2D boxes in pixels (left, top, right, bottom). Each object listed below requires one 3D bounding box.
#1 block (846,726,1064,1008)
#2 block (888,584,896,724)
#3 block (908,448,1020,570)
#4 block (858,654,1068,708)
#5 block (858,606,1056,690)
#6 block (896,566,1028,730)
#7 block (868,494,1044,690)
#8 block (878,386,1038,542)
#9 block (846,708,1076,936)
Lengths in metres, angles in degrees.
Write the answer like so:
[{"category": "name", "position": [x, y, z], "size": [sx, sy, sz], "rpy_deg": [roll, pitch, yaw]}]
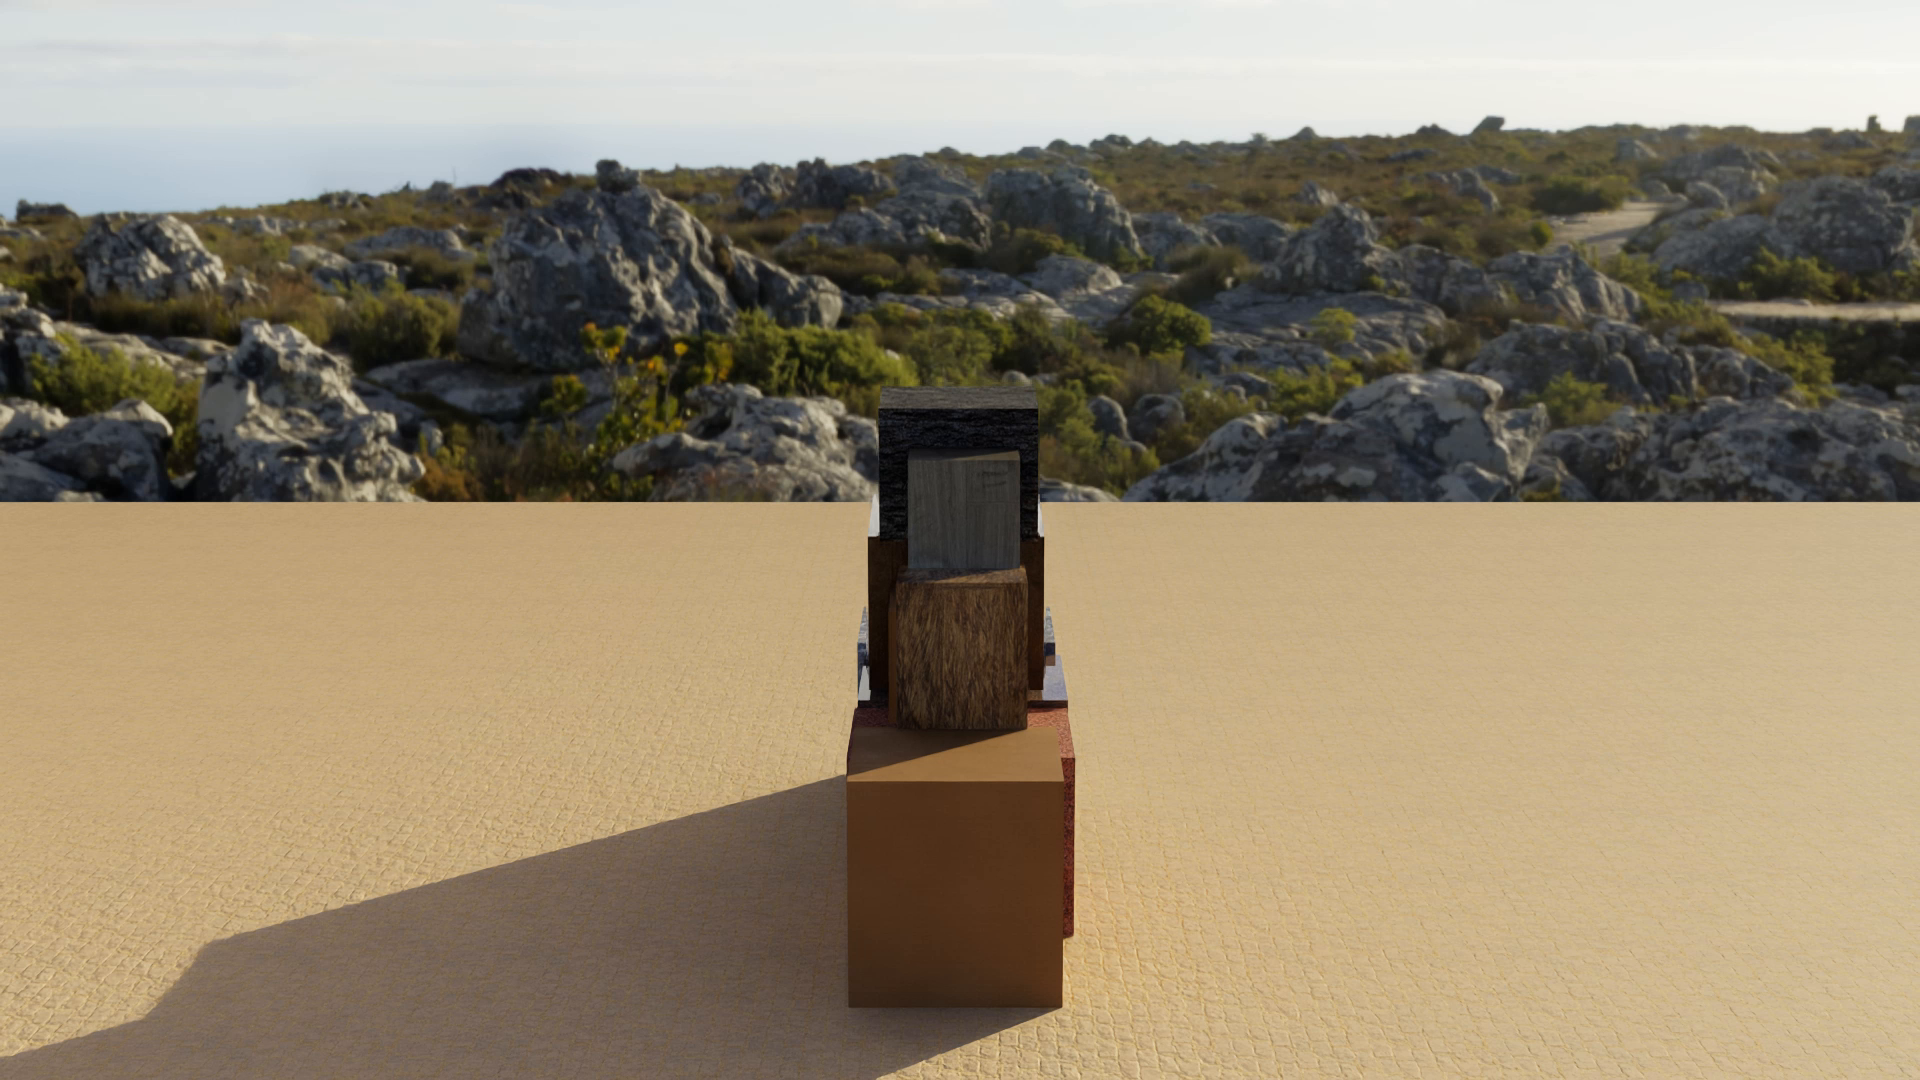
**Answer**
[{"category": "block", "position": [-0.017, 1.270, 10.093], "size": [0.816, 0.891, 0.815], "rpy_deg": [0, 10, 0]}, {"category": "block", "position": [-0.016, 0.487, 11.116], "size": [0.572, 0.493, 0.520], "rpy_deg": [0, 12, 0]}, {"category": "block", "position": [0.016, -0.135, 10.833], "size": [0.464, 0.456, 0.407], "rpy_deg": [0, 9, 0]}, {"category": "block", "position": [0.012, 1.013, 11.786], "size": [0.926, 0.790, 0.897], "rpy_deg": [0, 10, 0]}, {"category": "block", "position": [-0.017, 0.828, 12.641], "size": [0.939, 0.848, 0.832], "rpy_deg": [0, 10, 0]}, {"category": "block", "position": [0.008, 0.437, 10.569], "size": [0.527, 0.600, 0.512], "rpy_deg": [0, 7, 0]}, {"category": "block", "position": [-0.017, 0.228, 11.738], "size": [0.777, 0.711, 0.795], "rpy_deg": [0, 15, 0]}, {"category": "block", "position": [-0.007, -0.344, 11.324], "size": [0.684, 0.582, 0.614], "rpy_deg": [0, 12, 0]}, {"category": "block", "position": [0.003, 1.185, 10.926], "size": [0.932, 0.759, 0.836], "rpy_deg": [0, 10, 0]}]
